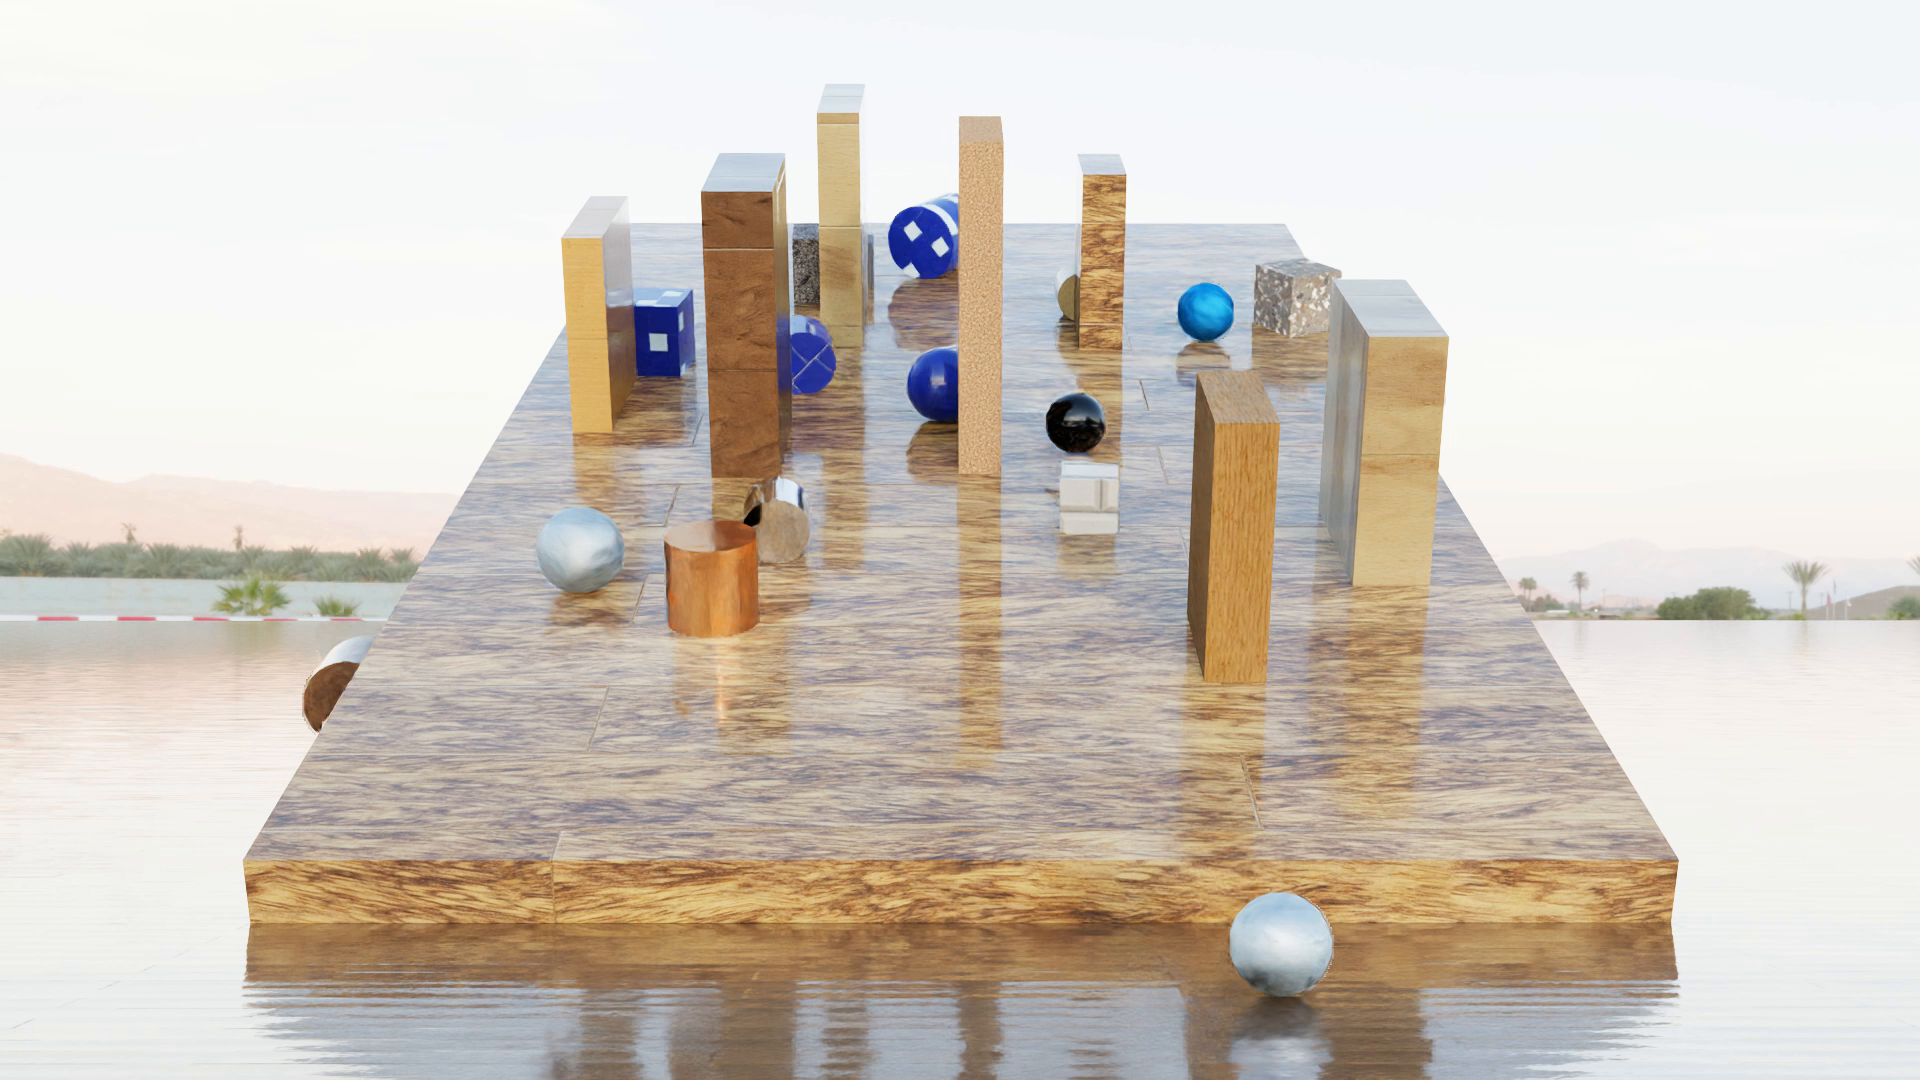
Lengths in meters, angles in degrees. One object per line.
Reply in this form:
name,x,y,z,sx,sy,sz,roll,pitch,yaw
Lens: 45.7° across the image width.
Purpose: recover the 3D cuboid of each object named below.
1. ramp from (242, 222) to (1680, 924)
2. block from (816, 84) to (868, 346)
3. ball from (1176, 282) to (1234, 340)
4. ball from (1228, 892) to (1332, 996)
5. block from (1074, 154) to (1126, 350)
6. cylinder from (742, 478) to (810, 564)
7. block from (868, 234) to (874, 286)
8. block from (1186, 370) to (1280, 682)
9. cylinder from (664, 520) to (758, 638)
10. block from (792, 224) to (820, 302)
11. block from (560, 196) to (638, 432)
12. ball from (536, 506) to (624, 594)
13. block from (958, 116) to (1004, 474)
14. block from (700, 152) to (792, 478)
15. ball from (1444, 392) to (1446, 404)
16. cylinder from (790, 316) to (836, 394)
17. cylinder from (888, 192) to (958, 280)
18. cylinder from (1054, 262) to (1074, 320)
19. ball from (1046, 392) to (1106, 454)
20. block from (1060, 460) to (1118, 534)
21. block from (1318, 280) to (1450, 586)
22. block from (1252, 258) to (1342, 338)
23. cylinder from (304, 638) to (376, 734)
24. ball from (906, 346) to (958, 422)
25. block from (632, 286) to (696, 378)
ramp,-0.005,-0.212,5.057,2.000,0.100,4.000,0,21,0
block,-0.292,-0.822,5.718,0.102,0.576,0.424,0,21,0
ball,0.611,-0.567,5.658,0.144,0.144,0.144,0,-2,0
ball,0.365,0.461,2.597,0.117,0.117,0.117,0,-2,0
block,0.346,-0.717,5.641,0.106,0.435,0.258,0,21,0
cylinder,-0.344,-0.037,4.269,0.127,0.127,0.127,0,21,-4
block,-0.295,-0.765,6.218,0.117,0.117,0.117,-1,21,-2
block,0.452,-0.027,3.794,0.102,0.445,0.292,0,21,0
cylinder,-0.431,0.066,3.948,0.158,0.158,0.158,0,21,0
block,-0.355,-0.740,6.069,0.174,0.174,0.174,-1,21,-2
block,-0.804,-0.513,5.099,0.087,0.432,0.424,0,21,0
ball,-0.681,0.018,4.081,0.155,0.155,0.155,0,-2,0
block,0.041,-0.511,4.733,0.088,0.689,0.287,0,21,0
block,-0.441,-0.476,4.768,0.141,0.597,0.392,0,21,0
ball,0.991,-0.321,4.994,0.151,0.151,0.151,0,-2,0
cylinder,-0.366,-0.429,5.280,0.149,0.149,0.149,0,20,-6
cylinder,-0.061,-0.843,6.303,0.204,0.204,0.204,-1,18,30
cylinder,0.312,-0.642,5.876,0.129,0.129,0.129,0,21,-2
ball,0.246,-0.249,4.830,0.130,0.130,0.130,0,-2,0
block,0.251,-0.082,4.415,0.110,0.110,0.110,2,21,4
block,0.783,-0.208,4.243,0.140,0.468,0.411,0,21,0
block,0.855,-0.616,5.774,0.154,0.154,0.154,-11,23,-28
cylinder,-1.353,0.338,5.101,0.195,0.195,0.195,0,13,-4
ball,-0.037,-0.344,5.030,0.166,0.166,0.166,0,-2,0
block,-0.736,-0.496,5.422,0.173,0.173,0.173,2,21,5
